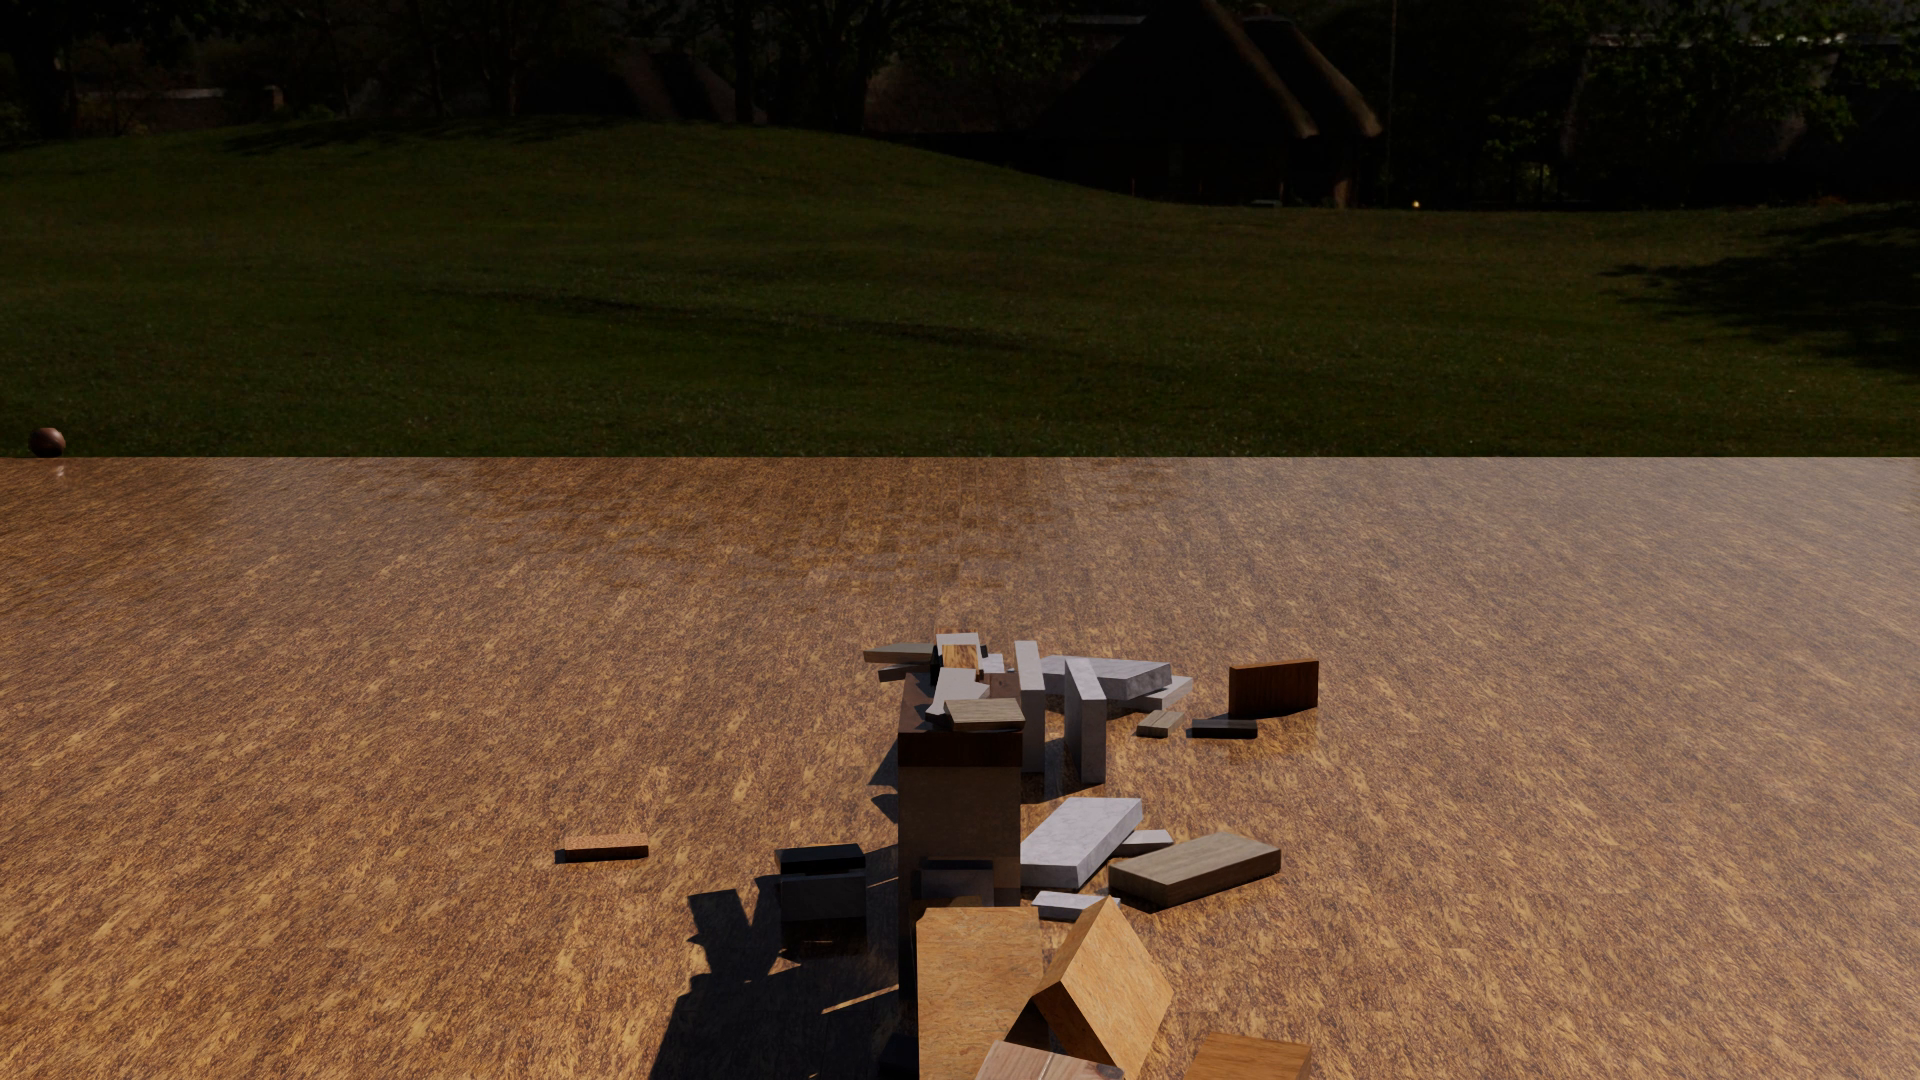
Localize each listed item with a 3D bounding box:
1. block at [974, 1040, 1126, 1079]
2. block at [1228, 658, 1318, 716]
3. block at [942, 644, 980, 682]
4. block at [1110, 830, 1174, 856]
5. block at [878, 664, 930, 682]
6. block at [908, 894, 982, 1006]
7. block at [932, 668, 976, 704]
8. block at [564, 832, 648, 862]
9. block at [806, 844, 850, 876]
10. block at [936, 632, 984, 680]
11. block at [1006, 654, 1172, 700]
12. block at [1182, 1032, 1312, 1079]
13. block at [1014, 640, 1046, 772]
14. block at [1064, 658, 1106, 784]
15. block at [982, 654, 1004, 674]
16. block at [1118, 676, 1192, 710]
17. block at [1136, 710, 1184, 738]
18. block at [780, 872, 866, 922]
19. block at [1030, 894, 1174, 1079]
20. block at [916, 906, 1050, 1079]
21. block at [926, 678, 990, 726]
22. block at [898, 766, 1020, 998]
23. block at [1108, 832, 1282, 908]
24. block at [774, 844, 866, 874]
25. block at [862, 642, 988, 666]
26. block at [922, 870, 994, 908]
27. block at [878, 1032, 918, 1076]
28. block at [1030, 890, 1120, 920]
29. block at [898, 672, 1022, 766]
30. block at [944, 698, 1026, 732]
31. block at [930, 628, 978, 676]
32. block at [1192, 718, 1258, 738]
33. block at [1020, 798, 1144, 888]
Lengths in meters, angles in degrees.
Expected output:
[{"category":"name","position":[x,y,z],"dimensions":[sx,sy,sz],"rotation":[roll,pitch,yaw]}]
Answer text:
[{"category":"block","position":[0.075,0.724,2.622],"dimensions":[0.169,0.048,0.338],"rotation":[10,22,14]},{"category":"block","position":[0.689,0.322,4.828],"dimensions":[0.208,0.104,0.029],"rotation":[-4,11,-22]},{"category":"block","position":[0.000,0.191,3.395],"dimensions":[0.054,0.015,0.107],"rotation":[0,23,-2]},{"category":"block","position":[0.301,0.537,3.899],"dimensions":[0.145,0.021,0.072],"rotation":[-1,11,-6]},{"category":"block","position":[-0.057,0.214,3.678],"dimensions":[0.144,0.020,0.072],"rotation":[-9,3,26]},{"category":"block","position":[-0.012,0.595,3.059],"dimensions":[0.104,0.029,0.208],"rotation":[-4,50,-4]},{"category":"block","position":[-0.008,0.223,3.257],"dimensions":[0.054,0.015,0.107],"rotation":[3,27,5]},{"category":"block","position":[-0.623,0.541,3.878],"dimensions":[0.144,0.020,0.072],"rotation":[-2,11,-10]},{"category":"block","position":[-0.227,0.556,3.794],"dimensions":[0.072,0.020,0.144],"rotation":[0,11,-1]},{"category":"block","position":[-0.001,0.184,3.459],"dimensions":[0.067,0.019,0.134],"rotation":[-2,23,-3]},{"category":"block","position":[0.289,0.308,4.949],"dimensions":[0.338,0.048,0.169],"rotation":[1,11,41]},{"category":"block","position":[0.363,0.720,2.863],"dimensions":[0.138,0.039,0.276],"rotation":[4,11,19]},{"category":"block","position":[0.143,0.339,4.557],"dimensions":[0.048,0.169,0.426],"rotation":[0,11,0]},{"category":"block","position":[0.252,0.361,4.440],"dimensions":[0.048,0.169,0.337],"rotation":[-1,11,-3]},{"category":"block","position":[0.005,0.250,3.800],"dimensions":[0.145,0.041,0.290],"rotation":[0,10,-1]},{"category":"block","position":[0.439,0.340,4.932],"dimensions":[0.104,0.029,0.208],"rotation":[5,12,24]},{"category":"block","position":[0.429,0.391,4.689],"dimensions":[0.068,0.019,0.136],"rotation":[4,11,20]},{"category":"block","position":[-0.221,0.577,3.554],"dimensions":[0.136,0.068,0.019],"rotation":[-2,11,-11]},{"category":"block","position":[0.201,0.625,3.024],"dimensions":[0.048,0.169,0.338],"rotation":[-33,0,18]},{"category":"block","position":[0.029,0.633,2.912],"dimensions":[0.169,0.048,0.369],"rotation":[0,34,-2]},{"category":"block","position":[-0.003,0.237,3.197],"dimensions":[0.054,0.015,0.107],"rotation":[12,29,22]},{"category":"block","position":[-0.001,0.491,3.220],"dimensions":[0.178,0.355,0.050],"rotation":[0,6,0]},{"category":"block","position":[0.400,0.557,3.737],"dimensions":[0.276,0.039,0.138],"rotation":[-9,13,-39]},{"category":"block","position":[-0.240,0.544,3.751],"dimensions":[0.145,0.021,0.072],"rotation":[-3,11,-13]},{"category":"block","position":[-0.063,0.193,3.718],"dimensions":[0.072,0.021,0.366],"rotation":[-11,3,-24]},{"category":"block","position":[-0.003,0.579,3.163],"dimensions":[0.104,0.208,0.029],"rotation":[0,-9,0]},{"category":"block","position":[-0.059,0.699,2.977],"dimensions":[0.095,0.014,0.048],"rotation":[6,46,30]},{"category":"block","position":[0.188,0.597,3.579],"dimensions":[0.134,0.019,0.067],"rotation":[3,11,16]},{"category":"block","position":[0.002,0.267,3.309],"dimensions":[0.178,0.050,0.356],"rotation":[0,10,1]},{"category":"block","position":[0.035,0.250,3.150],"dimensions":[0.107,0.015,0.054],"rotation":[0,33,-18]},{"category":"block","position":[-0.009,0.179,3.520],"dimensions":[0.067,0.019,0.134],"rotation":[1,23,4]},{"category":"block","position":[0.559,0.398,4.650],"dimensions":[0.136,0.019,0.068],"rotation":[1,11,5]},{"category":"block","position":[0.198,0.523,3.830],"dimensions":[0.138,0.039,0.340],"rotation":[-2,12,24]}]
